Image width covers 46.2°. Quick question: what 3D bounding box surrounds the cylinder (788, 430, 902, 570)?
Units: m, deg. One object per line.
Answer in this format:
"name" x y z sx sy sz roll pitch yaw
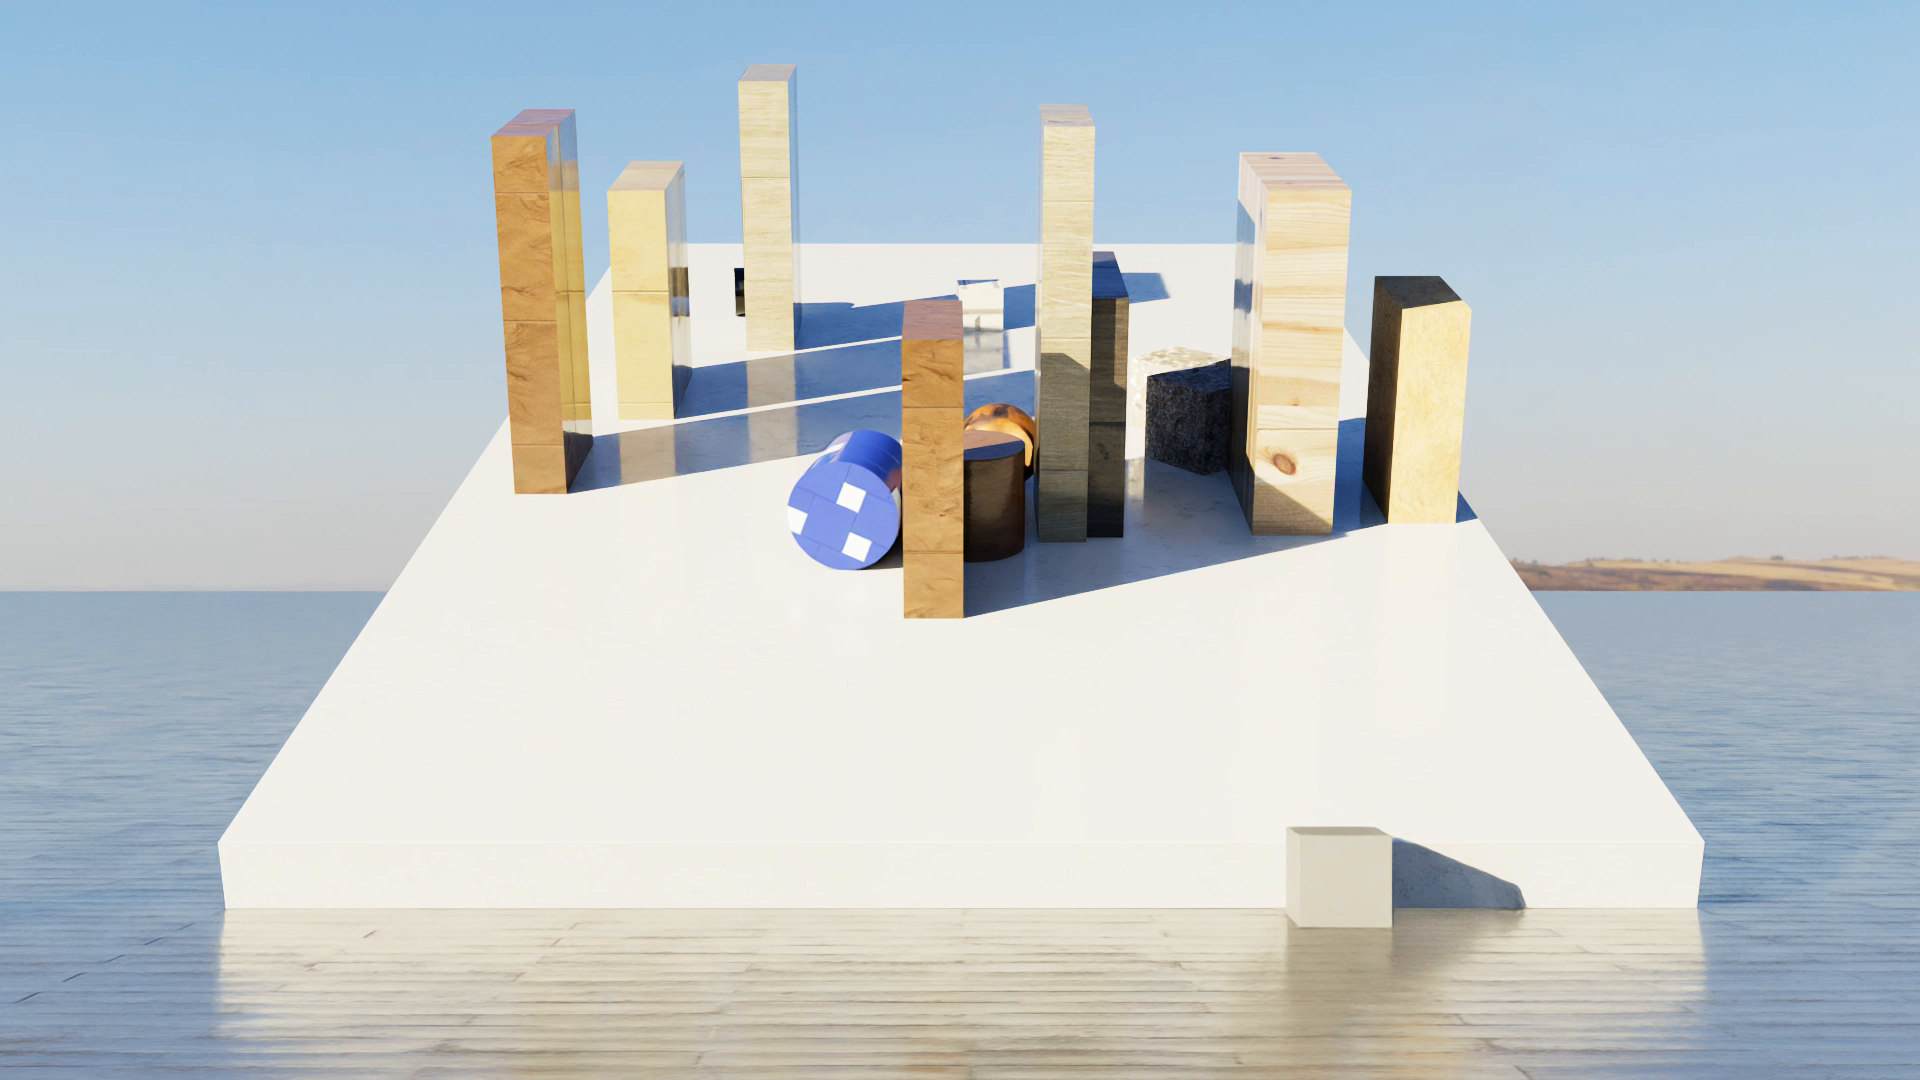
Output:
"cylinder" -0.191 -0.075 4.112 0.204 0.204 0.204 0 19 11

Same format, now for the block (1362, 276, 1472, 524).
"block" 0.882 -0.276 4.373 0.128 0.418 0.290 0 19 0

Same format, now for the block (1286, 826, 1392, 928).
"block" 0.495 0.440 2.951 0.117 0.117 0.117 0 -1 -1

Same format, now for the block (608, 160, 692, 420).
"block" -0.695 -0.569 5.078 0.122 0.508 0.385 0 19 0

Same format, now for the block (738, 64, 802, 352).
"block" -0.469 -0.832 5.612 0.117 0.659 0.330 0 19 0

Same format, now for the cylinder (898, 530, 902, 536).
"cylinder" -0.130 -0.091 4.274 0.129 0.129 0.129 0 19 0

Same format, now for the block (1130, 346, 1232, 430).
"block" 0.481 -0.322 4.911 0.154 0.154 0.154 18 26 41

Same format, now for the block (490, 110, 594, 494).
"block" -0.832 -0.483 4.519 0.103 0.708 0.353 0 19 0

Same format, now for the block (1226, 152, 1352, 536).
"block" 0.624 -0.385 4.328 0.149 0.652 0.419 0 19 0

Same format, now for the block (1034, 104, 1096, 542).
"block" 0.191 -0.405 4.203 0.090 0.771 0.277 0 19 0

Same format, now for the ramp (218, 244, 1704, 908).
"ramp" -0.004 -0.197 4.936 2.000 0.100 4.000 0 19 0

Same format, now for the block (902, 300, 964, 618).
"block" -0.046 -0.143 3.878 0.101 0.486 0.287 0 19 0

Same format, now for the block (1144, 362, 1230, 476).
"block" 0.509 -0.253 4.679 0.174 0.174 0.174 -15 24 -37

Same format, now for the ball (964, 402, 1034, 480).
"ball" 0.078 -0.186 4.483 0.174 0.174 0.174 0 -1 0

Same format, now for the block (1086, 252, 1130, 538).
"block" 0.255 -0.289 4.349 0.101 0.457 0.421 0 19 0

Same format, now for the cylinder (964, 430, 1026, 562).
"cylinder" 0.023 -0.083 4.152 0.195 0.195 0.195 0 19 0

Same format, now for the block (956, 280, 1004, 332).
"block" 0.050 -0.605 5.796 0.110 0.110 0.110 -2 19 -5
